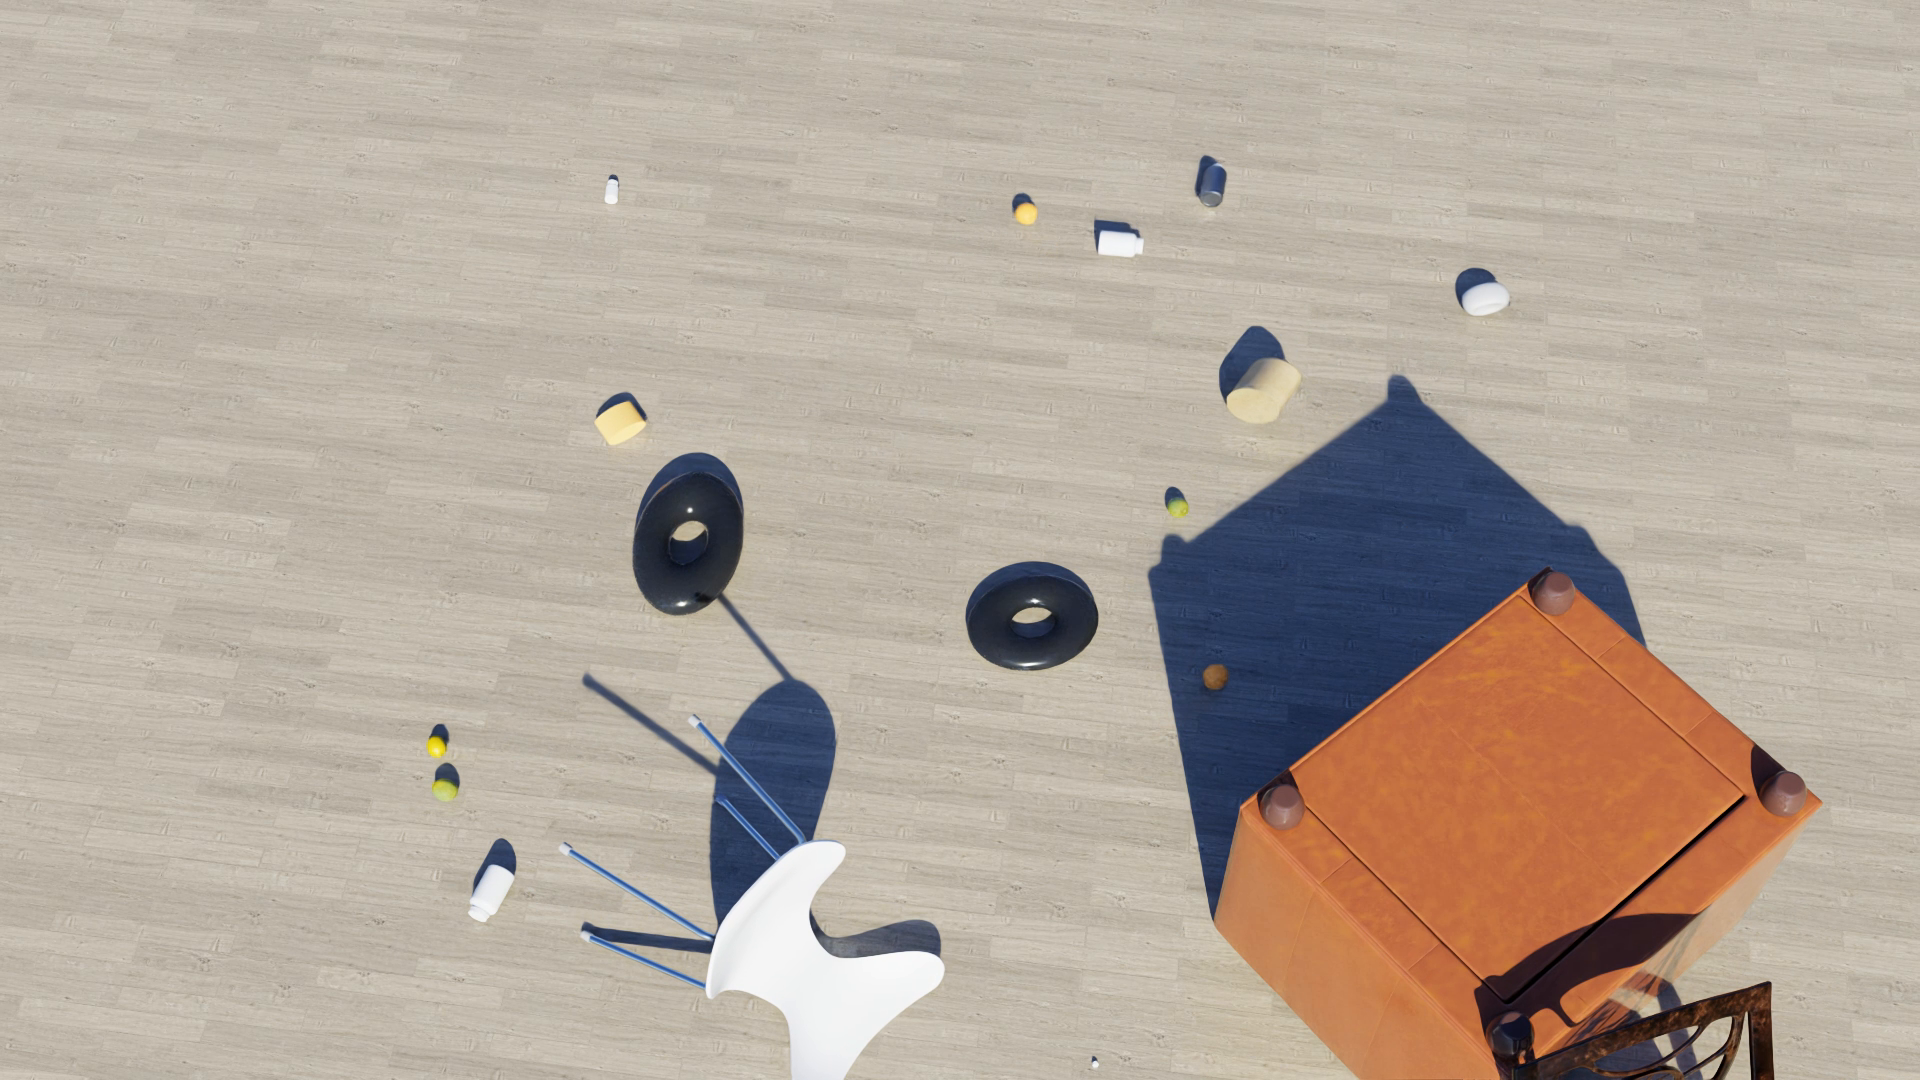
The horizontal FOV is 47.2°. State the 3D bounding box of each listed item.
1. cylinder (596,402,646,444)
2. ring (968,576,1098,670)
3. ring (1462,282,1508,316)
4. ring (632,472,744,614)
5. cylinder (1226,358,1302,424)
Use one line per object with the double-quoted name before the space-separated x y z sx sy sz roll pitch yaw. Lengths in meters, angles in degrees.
"cylinder" -1.047 -0.361 6.780 0.130 0.058 0.092 -31 61 -13
"ring" 0.212 0.239 6.375 0.389 0.066 0.314 -14 58 -10
"ring" 1.682 -0.772 7.037 0.150 0.094 0.078 -13 65 7
"ring" -0.803 0.007 6.505 0.324 0.109 0.506 5 56 3
"cylinder" 0.937 -0.460 6.776 0.143 0.205 0.144 51 60 -21
